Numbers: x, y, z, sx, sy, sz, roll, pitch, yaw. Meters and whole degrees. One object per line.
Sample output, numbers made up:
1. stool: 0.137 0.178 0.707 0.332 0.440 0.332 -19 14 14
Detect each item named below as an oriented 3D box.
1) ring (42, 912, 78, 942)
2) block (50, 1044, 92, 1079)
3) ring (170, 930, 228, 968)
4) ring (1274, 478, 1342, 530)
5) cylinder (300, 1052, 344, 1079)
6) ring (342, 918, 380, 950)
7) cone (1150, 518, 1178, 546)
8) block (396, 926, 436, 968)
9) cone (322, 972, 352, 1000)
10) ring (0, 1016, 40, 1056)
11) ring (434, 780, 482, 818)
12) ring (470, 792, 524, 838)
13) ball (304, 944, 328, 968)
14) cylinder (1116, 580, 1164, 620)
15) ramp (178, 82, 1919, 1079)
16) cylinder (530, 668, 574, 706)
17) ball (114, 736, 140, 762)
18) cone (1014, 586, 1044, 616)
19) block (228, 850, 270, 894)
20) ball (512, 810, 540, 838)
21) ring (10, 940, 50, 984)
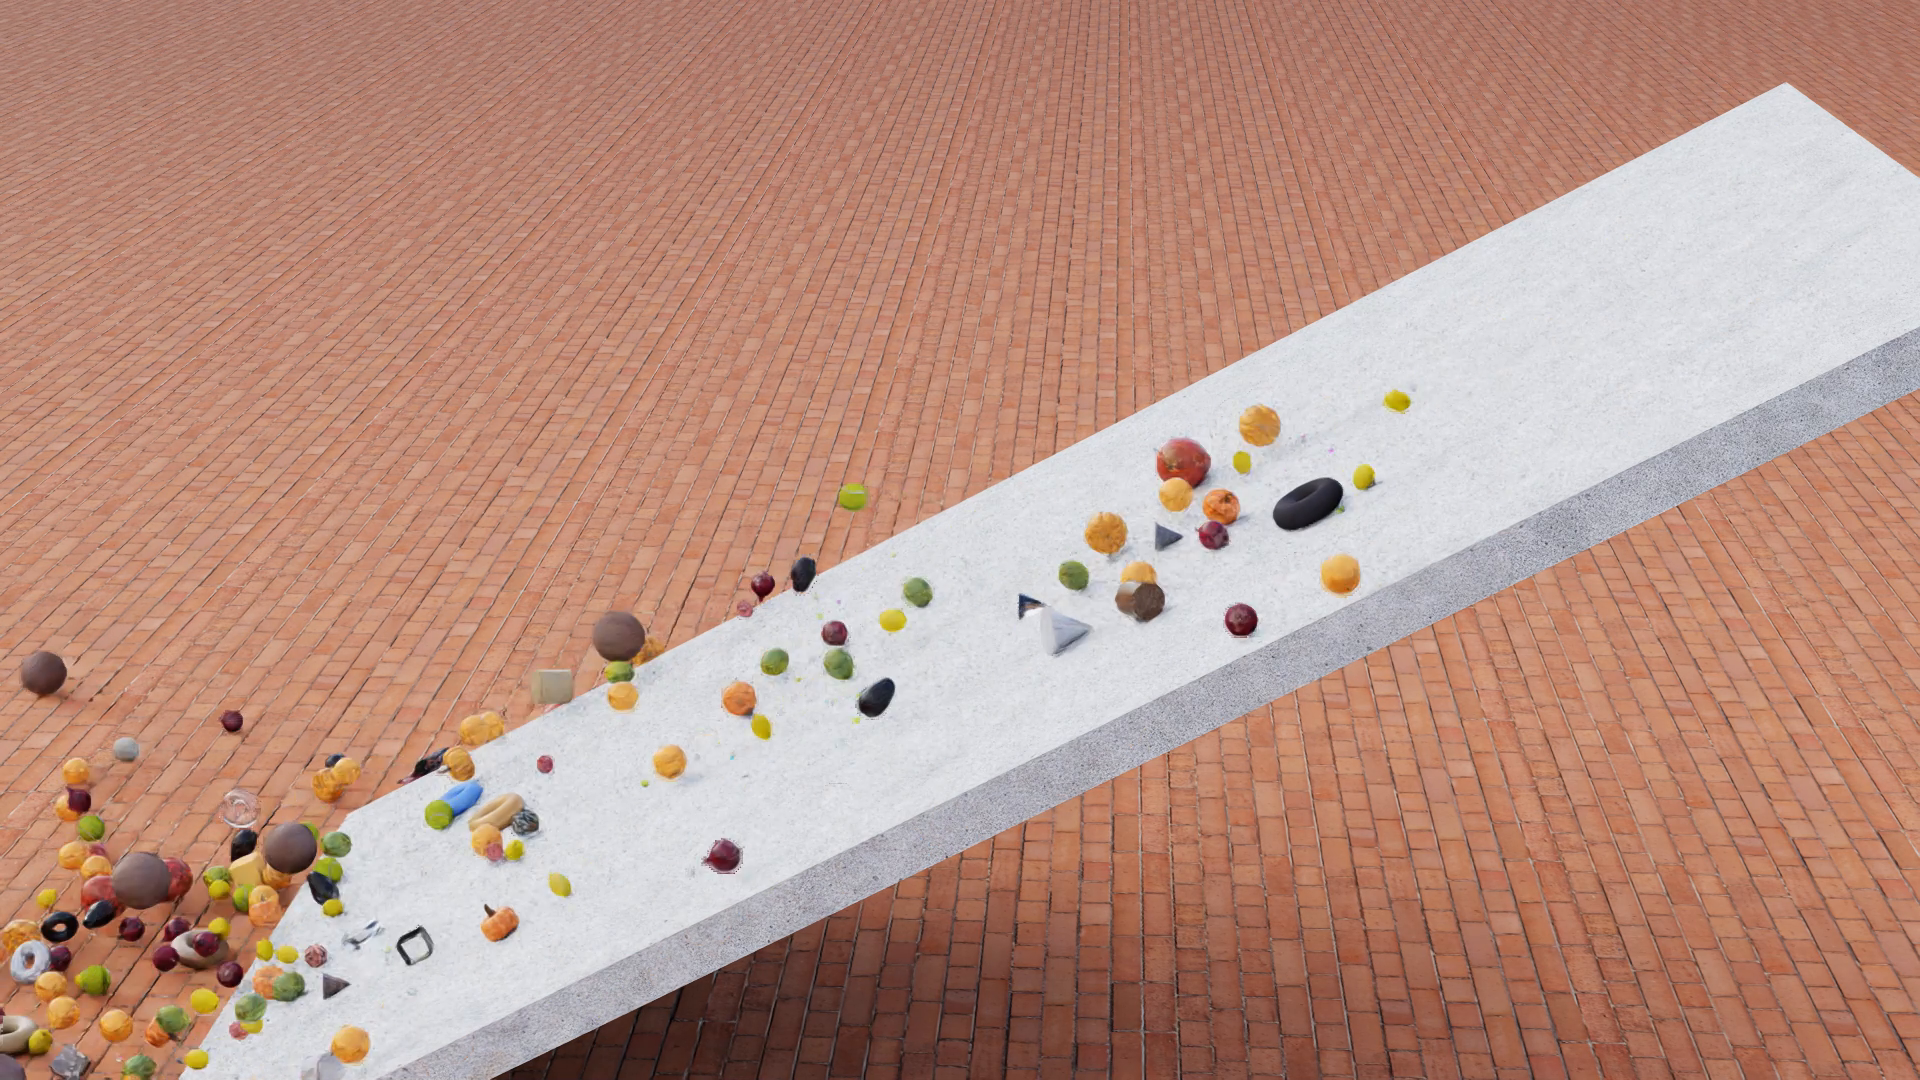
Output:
1. ring: -2.155 0.927 7.042 0.086 0.086 0.029 -8 34 -24
2. block: -1.924 1.137 6.364 0.061 0.061 0.061 36 64 1
3. ring: -1.807 0.971 6.989 0.135 0.045 0.135 5 22 -2
4. ring: 0.679 -0.072 5.742 0.148 0.049 0.148 -29 13 7
5. cylinder: -1.231 1.022 5.677 0.060 0.060 0.060 -20 -1 44
6. ring: -1.317 0.865 6.469 0.095 0.032 0.095 -28 15 8
7. cone: 0.432 -0.007 6.051 0.059 0.059 0.059 21 10 -23
8. block: -1.133 0.846 6.125 0.054 0.054 0.054 -27 14 10
9. cone: -1.315 0.940 6.214 0.060 0.060 0.060 -5 18 -12
10. ring: -2.131 1.107 6.562 0.149 0.050 0.149 0 17 0
11. ring: -1.206 0.624 7.068 0.126 0.042 0.126 -28 15 8
12. ring: -1.063 0.631 6.750 0.142 0.047 0.142 -28 15 8
13. ball: -1.414 0.913 6.456 0.050 0.050 0.050 0 18 0
14. cylinder: 0.349 0.115 5.696 0.071 0.071 0.071 -8 6 -23
15. ramp: 0.141 0.167 6.282 4.000 0.100 2.000 -27 14 11
16. cylinder: -1.024 0.369 7.385 0.085 0.085 0.085 -4 18 -26
17. ball: -2.317 0.582 8.175 0.070 0.070 0.070 0 18 0
18. cone: 0.154 0.137 6.097 0.063 0.063 0.063 20 10 -21
19. block: -1.778 0.831 7.358 0.068 0.068 0.068 -22 15 7
20. ball: -0.963 0.630 6.524 0.062 0.062 0.062 0 18 0
21. ring: -2.172 0.987 6.872 0.106 0.106 0.035 9 -18 26
